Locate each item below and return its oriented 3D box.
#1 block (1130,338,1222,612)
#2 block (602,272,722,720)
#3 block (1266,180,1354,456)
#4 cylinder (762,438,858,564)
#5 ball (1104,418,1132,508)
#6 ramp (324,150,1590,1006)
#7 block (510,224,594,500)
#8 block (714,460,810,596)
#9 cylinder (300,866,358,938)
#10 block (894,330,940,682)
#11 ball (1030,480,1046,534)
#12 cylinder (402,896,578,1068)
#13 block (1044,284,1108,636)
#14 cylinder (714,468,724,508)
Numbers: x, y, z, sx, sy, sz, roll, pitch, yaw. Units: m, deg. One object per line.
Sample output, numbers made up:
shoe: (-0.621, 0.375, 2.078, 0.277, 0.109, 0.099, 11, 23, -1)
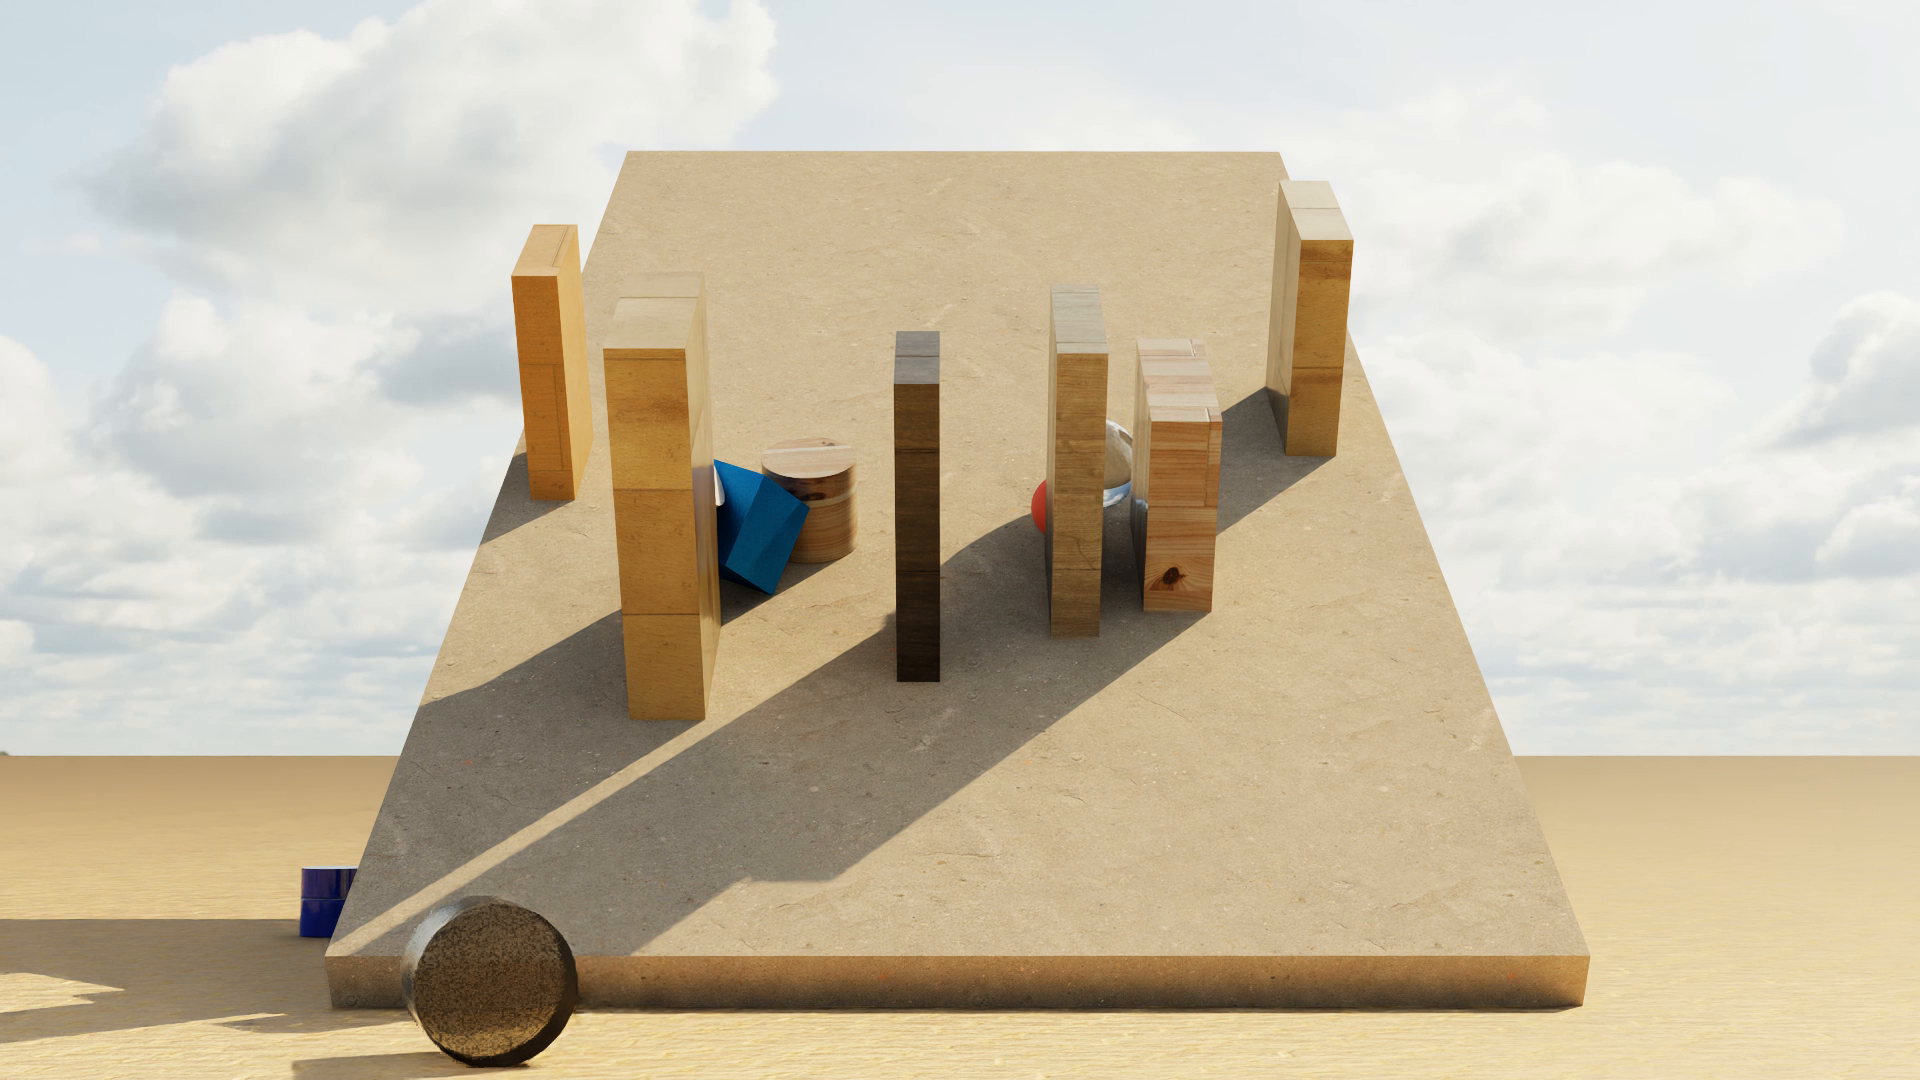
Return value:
block: (0.433, -0.136, 4.829, 0.136, 0.418, 0.407, 0, 28, 0)
block: (-0.538, -0.081, 4.370, 0.140, 0.739, 0.361, 0, 28, 0)
block: (0.794, -0.510, 5.439, 0.114, 0.518, 0.390, 0, 28, 0)
cylinder: (-0.312, -0.083, 4.962, 0.197, 0.197, 0.197, 0, 28, 0)
ball: (0.290, -0.165, 5.119, 0.200, 0.200, 0.200, 0, -5, 0)
ramp: (-0.011, -0.224, 5.555, 2.000, 0.100, 4.000, 0, 28, 0)
block: (-0.886, -0.389, 5.195, 0.096, 0.520, 0.311, 0, 28, 0)
block: (-0.462, -0.033, 4.779, 0.195, 0.195, 0.195, 17, -11, 29)
cylinder: (-1.381, 0.799, 5.260, 0.149, 0.149, 0.149, 0, -5, 0)
block: (-0.079, -0.060, 4.467, 0.081, 0.615, 0.243, 0, 28, 0)
ball: (0.221, -0.068, 4.994, 0.144, 0.144, 0.144, 0, -5, 0)
cylinder: (-0.630, 0.585, 3.174, 0.210, 0.210, 0.210, 2, -5, -17)
block: (0.225, -0.157, 4.671, 0.094, 0.601, 0.346, 0, 28, 0)
cylinder: (-0.568, -0.101, 4.650, 0.156, 0.156, 0.156, -28, -12, 14)
